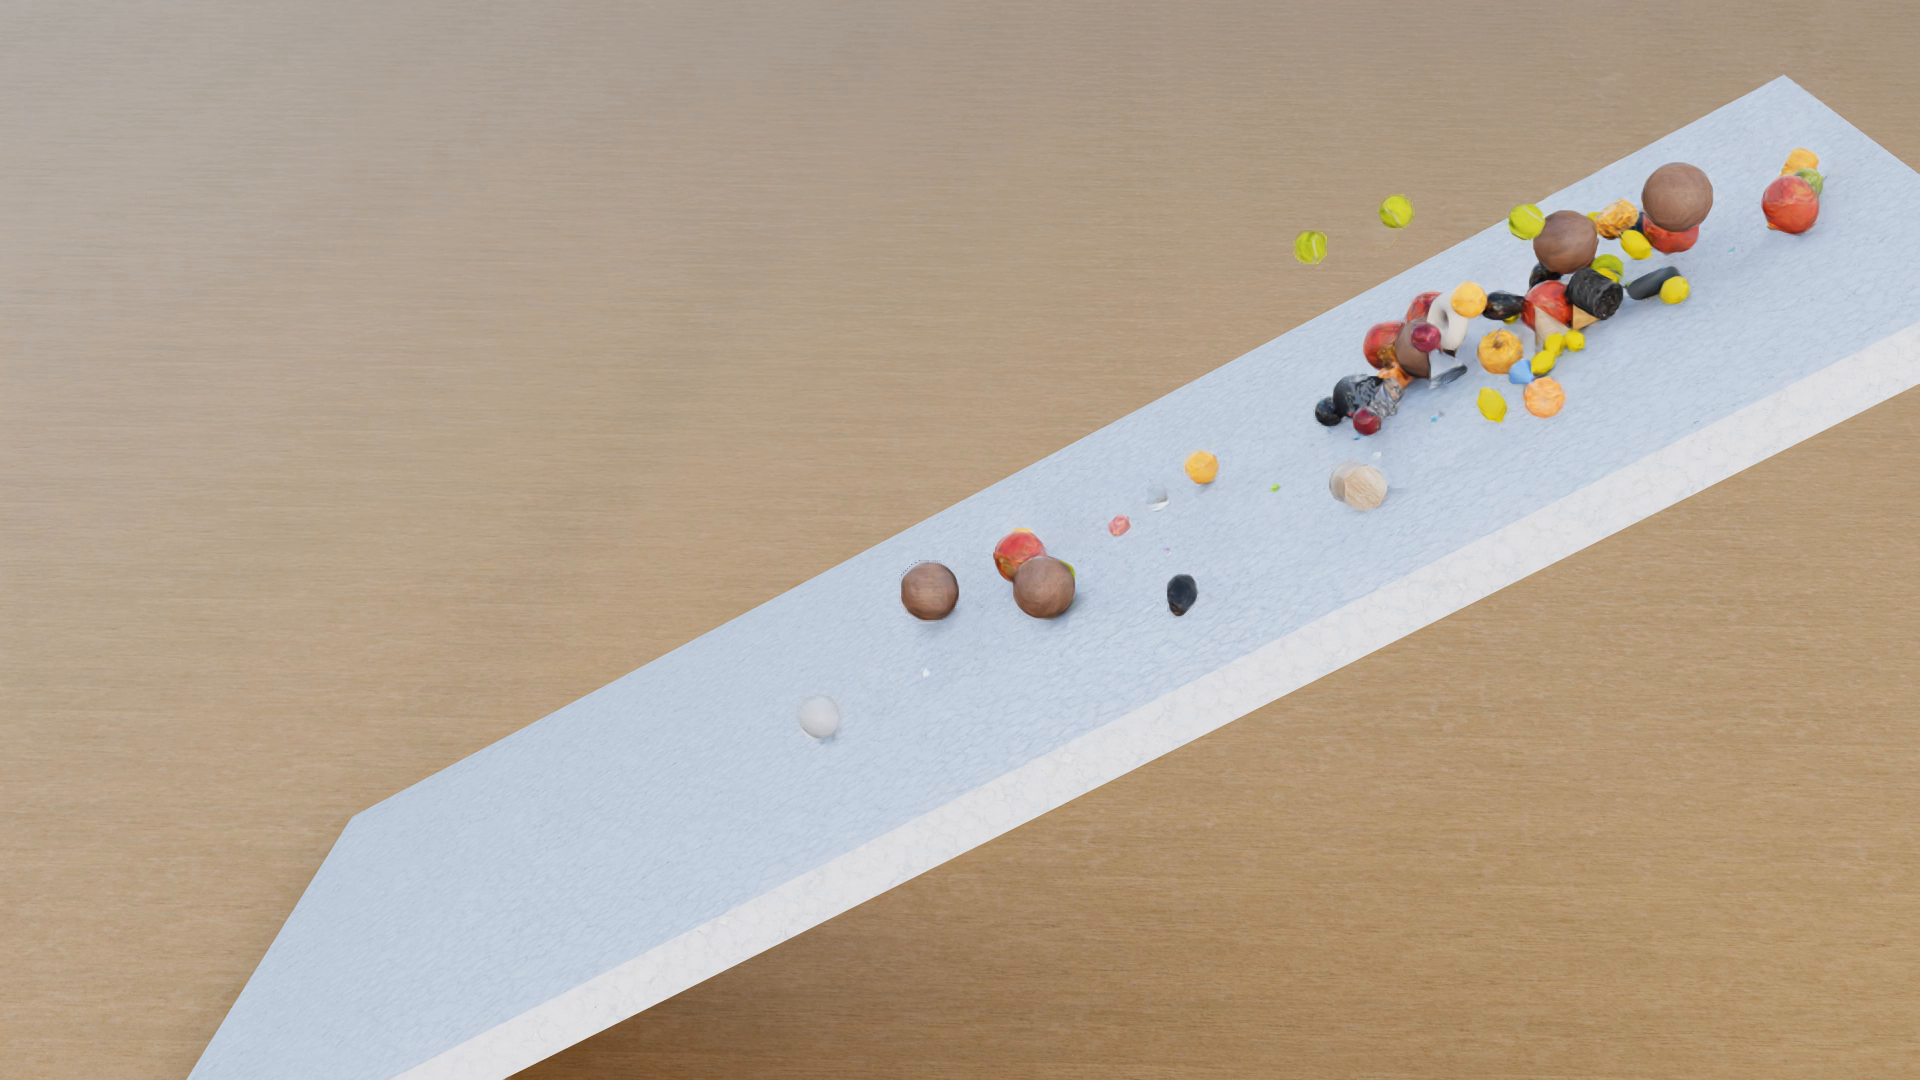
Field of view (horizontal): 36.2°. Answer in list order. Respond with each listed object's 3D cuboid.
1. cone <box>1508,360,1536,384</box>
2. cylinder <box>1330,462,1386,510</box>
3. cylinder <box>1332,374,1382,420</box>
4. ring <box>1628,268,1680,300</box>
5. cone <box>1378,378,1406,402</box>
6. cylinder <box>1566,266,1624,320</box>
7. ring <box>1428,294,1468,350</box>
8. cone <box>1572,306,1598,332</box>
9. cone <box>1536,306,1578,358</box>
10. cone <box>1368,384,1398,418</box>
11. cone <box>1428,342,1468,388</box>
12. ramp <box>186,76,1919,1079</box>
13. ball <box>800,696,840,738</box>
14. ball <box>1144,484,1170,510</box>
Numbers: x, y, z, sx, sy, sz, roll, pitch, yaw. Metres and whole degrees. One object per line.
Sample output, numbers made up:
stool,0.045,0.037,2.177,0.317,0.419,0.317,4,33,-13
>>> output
cone,1.111,-0.316,5.756,0.054,0.054,0.054,-9,34,-25
cylinder,0.758,-0.104,5.605,0.084,0.084,0.084,-4,9,-12
cylinder,0.835,-0.297,6.105,0.091,0.091,0.091,-6,7,-18
ring,1.365,-0.505,5.788,0.108,0.036,0.108,-25,5,2
cone,0.903,-0.305,6.066,0.058,0.058,0.058,17,11,41
cylinder,1.265,-0.491,5.864,0.080,0.080,0.080,-14,37,-36
ring,0.996,-0.445,6.005,0.039,0.118,0.118,-5,18,-23
cone,1.259,-0.444,5.897,0.056,0.056,0.056,1,18,15
cone,1.171,-0.429,5.880,0.094,0.094,0.094,-29,14,8
cone,0.851,-0.289,5.918,0.061,0.061,0.061,2,59,8
cone,0.977,-0.370,6.009,0.088,0.088,0.088,-22,-19,-8
ramp,0.142,0.167,6.283,4.000,0.100,2.000,-27,14,11
ball,-0.290,0.367,6.078,0.085,0.085,0.085,0,18,0
ball,0.421,-0.091,6.296,0.055,0.055,0.055,0,18,0
